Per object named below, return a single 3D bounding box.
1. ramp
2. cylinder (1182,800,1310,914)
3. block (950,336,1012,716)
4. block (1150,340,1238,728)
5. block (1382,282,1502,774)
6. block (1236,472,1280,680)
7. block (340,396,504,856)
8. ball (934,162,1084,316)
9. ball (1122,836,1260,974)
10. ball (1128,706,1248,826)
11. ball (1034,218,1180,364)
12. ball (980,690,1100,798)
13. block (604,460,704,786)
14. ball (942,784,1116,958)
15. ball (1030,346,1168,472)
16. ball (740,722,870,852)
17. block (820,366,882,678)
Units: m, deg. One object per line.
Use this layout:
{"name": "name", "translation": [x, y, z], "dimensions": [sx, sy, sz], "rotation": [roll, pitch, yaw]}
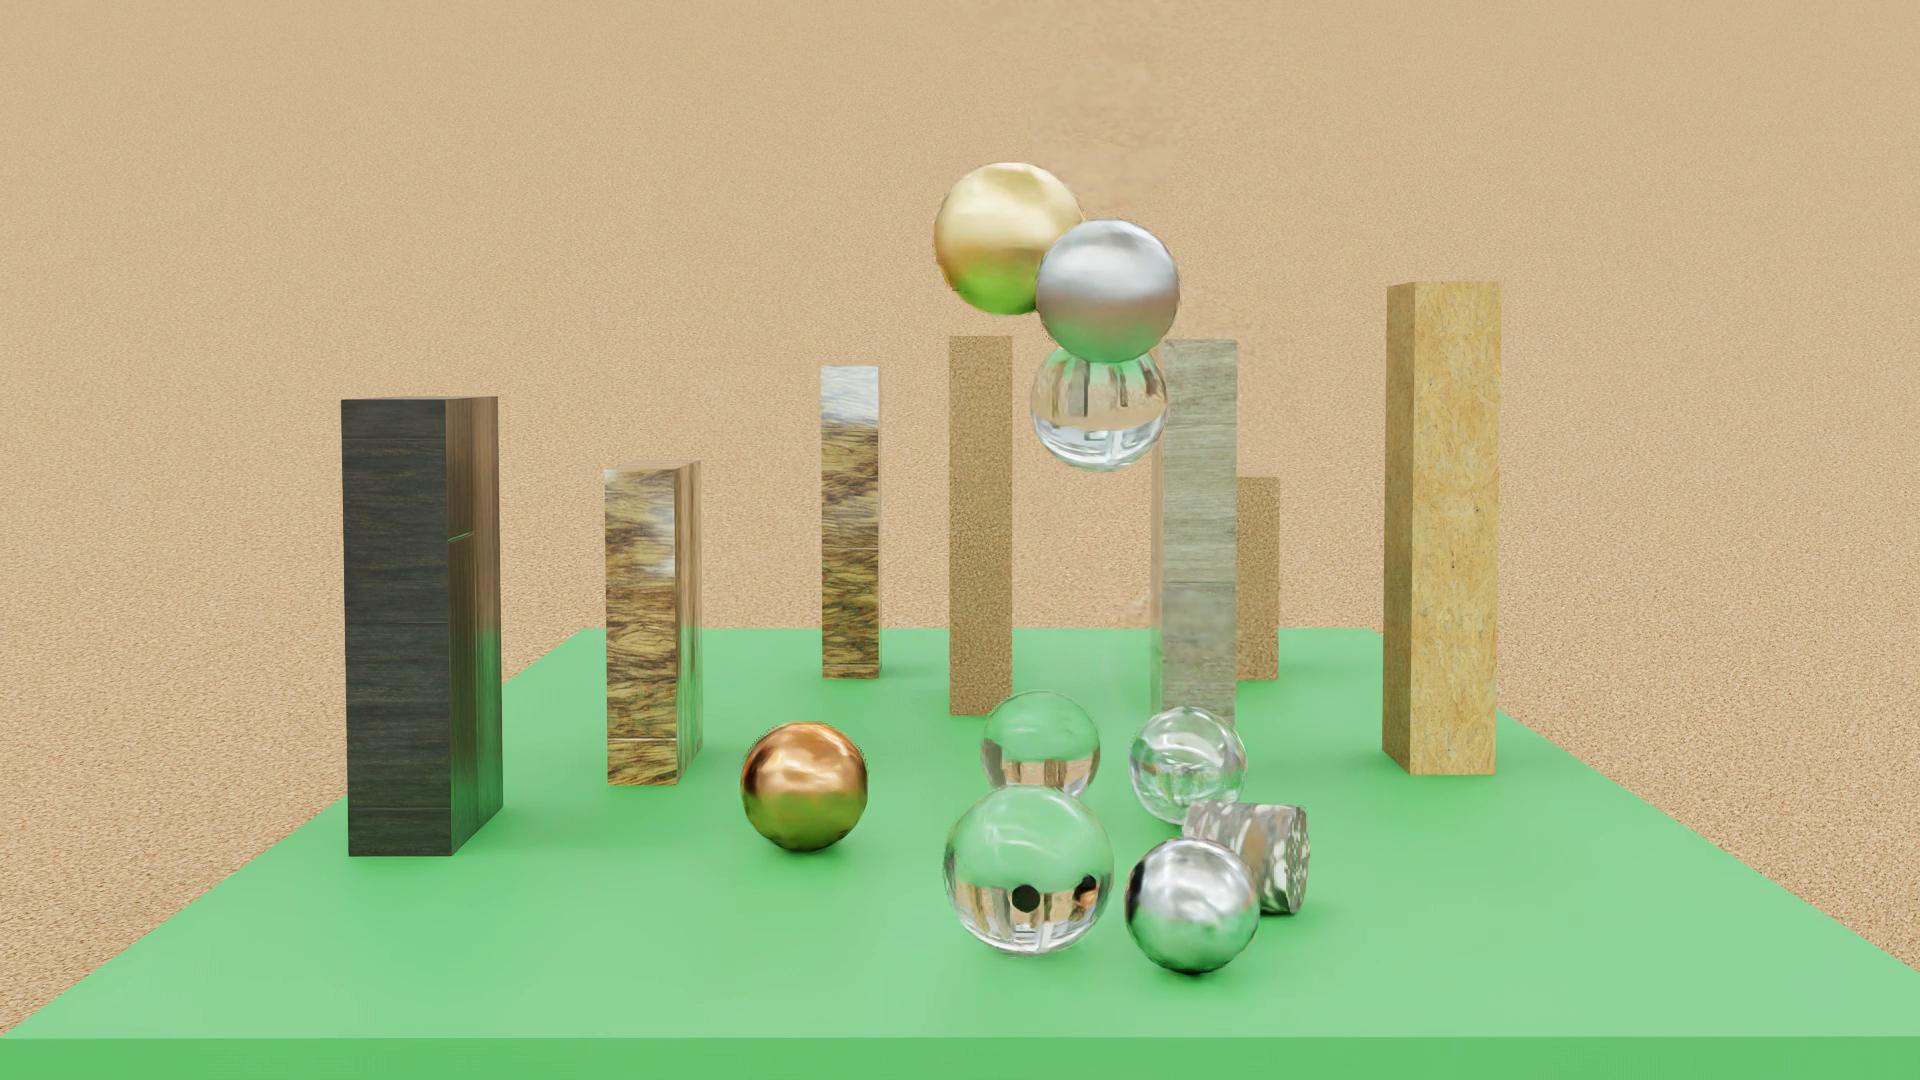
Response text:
{"name": "ramp", "translation": [0.045, 0.408, 4.537], "dimensions": [2.000, 0.100, 4.000], "rotation": [0, 4, 0]}
{"name": "cylinder", "translation": [0.348, 0.387, 3.136], "dimensions": [0.130, 0.130, 0.130], "rotation": [1, 19, 20]}
{"name": "block", "translation": [0.039, -0.040, 5.080], "dimensions": [0.119, 0.721, 0.427], "rotation": [0, 4, 0]}
{"name": "block", "translation": [0.377, 0.029, 4.172], "dimensions": [0.115, 0.705, 0.251], "rotation": [0, 4, 0]}
{"name": "block", "translation": [0.801, -0.026, 4.285], "dimensions": [0.139, 0.799, 0.273], "rotation": [0, 4, 0]}
{"name": "block", "translation": [0.623, 0.072, 5.585], "dimensions": [0.104, 0.431, 0.312], "rotation": [0, 4, 0]}
{"name": "block", "translation": [-0.760, 0.107, 3.660], "dimensions": [0.140, 0.619, 0.399], "rotation": [0, 4, 0]}
{"name": "ball", "translation": [0.059, -0.358, 3.055], "dimensions": [0.182, 0.182, 0.182], "rotation": [0, 19, 0]}
{"name": "ball", "translation": [0.253, 0.399, 2.806], "dimensions": [0.150, 0.150, 0.150], "rotation": [0, 19, 0]}
{"name": "ball", "translation": [0.329, 0.327, 3.707], "dimensions": [0.172, 0.172, 0.172], "rotation": [0, 19, 0]}
{"name": "ball", "translation": [0.156, -0.262, 2.704], "dimensions": [0.153, 0.153, 0.153], "rotation": [0, 19, 0]}
{"name": "ball", "translation": [0.119, 0.315, 3.828], "dimensions": [0.181, 0.181, 0.181], "rotation": [0, 19, 0]}
{"name": "block", "translation": [-0.505, 0.125, 4.272], "dimensions": [0.110, 0.502, 0.430], "rotation": [0, 4, 0]}
{"name": "ball", "translation": [0.077, 0.372, 2.889], "dimensions": [0.194, 0.194, 0.194], "rotation": [0, 19, 0]}
{"name": "ball", "translation": [0.172, -0.170, 3.177], "dimensions": [0.171, 0.171, 0.171], "rotation": [0, 19, 0]}
{"name": "ball", "translation": [-0.213, 0.338, 3.519], "dimensions": [0.177, 0.177, 0.177], "rotation": [0, 19, 0]}
{"name": "block", "translation": [-0.234, -0.044, 5.568], "dimensions": [0.120, 0.666, 0.248], "rotation": [0, 4, 0]}
